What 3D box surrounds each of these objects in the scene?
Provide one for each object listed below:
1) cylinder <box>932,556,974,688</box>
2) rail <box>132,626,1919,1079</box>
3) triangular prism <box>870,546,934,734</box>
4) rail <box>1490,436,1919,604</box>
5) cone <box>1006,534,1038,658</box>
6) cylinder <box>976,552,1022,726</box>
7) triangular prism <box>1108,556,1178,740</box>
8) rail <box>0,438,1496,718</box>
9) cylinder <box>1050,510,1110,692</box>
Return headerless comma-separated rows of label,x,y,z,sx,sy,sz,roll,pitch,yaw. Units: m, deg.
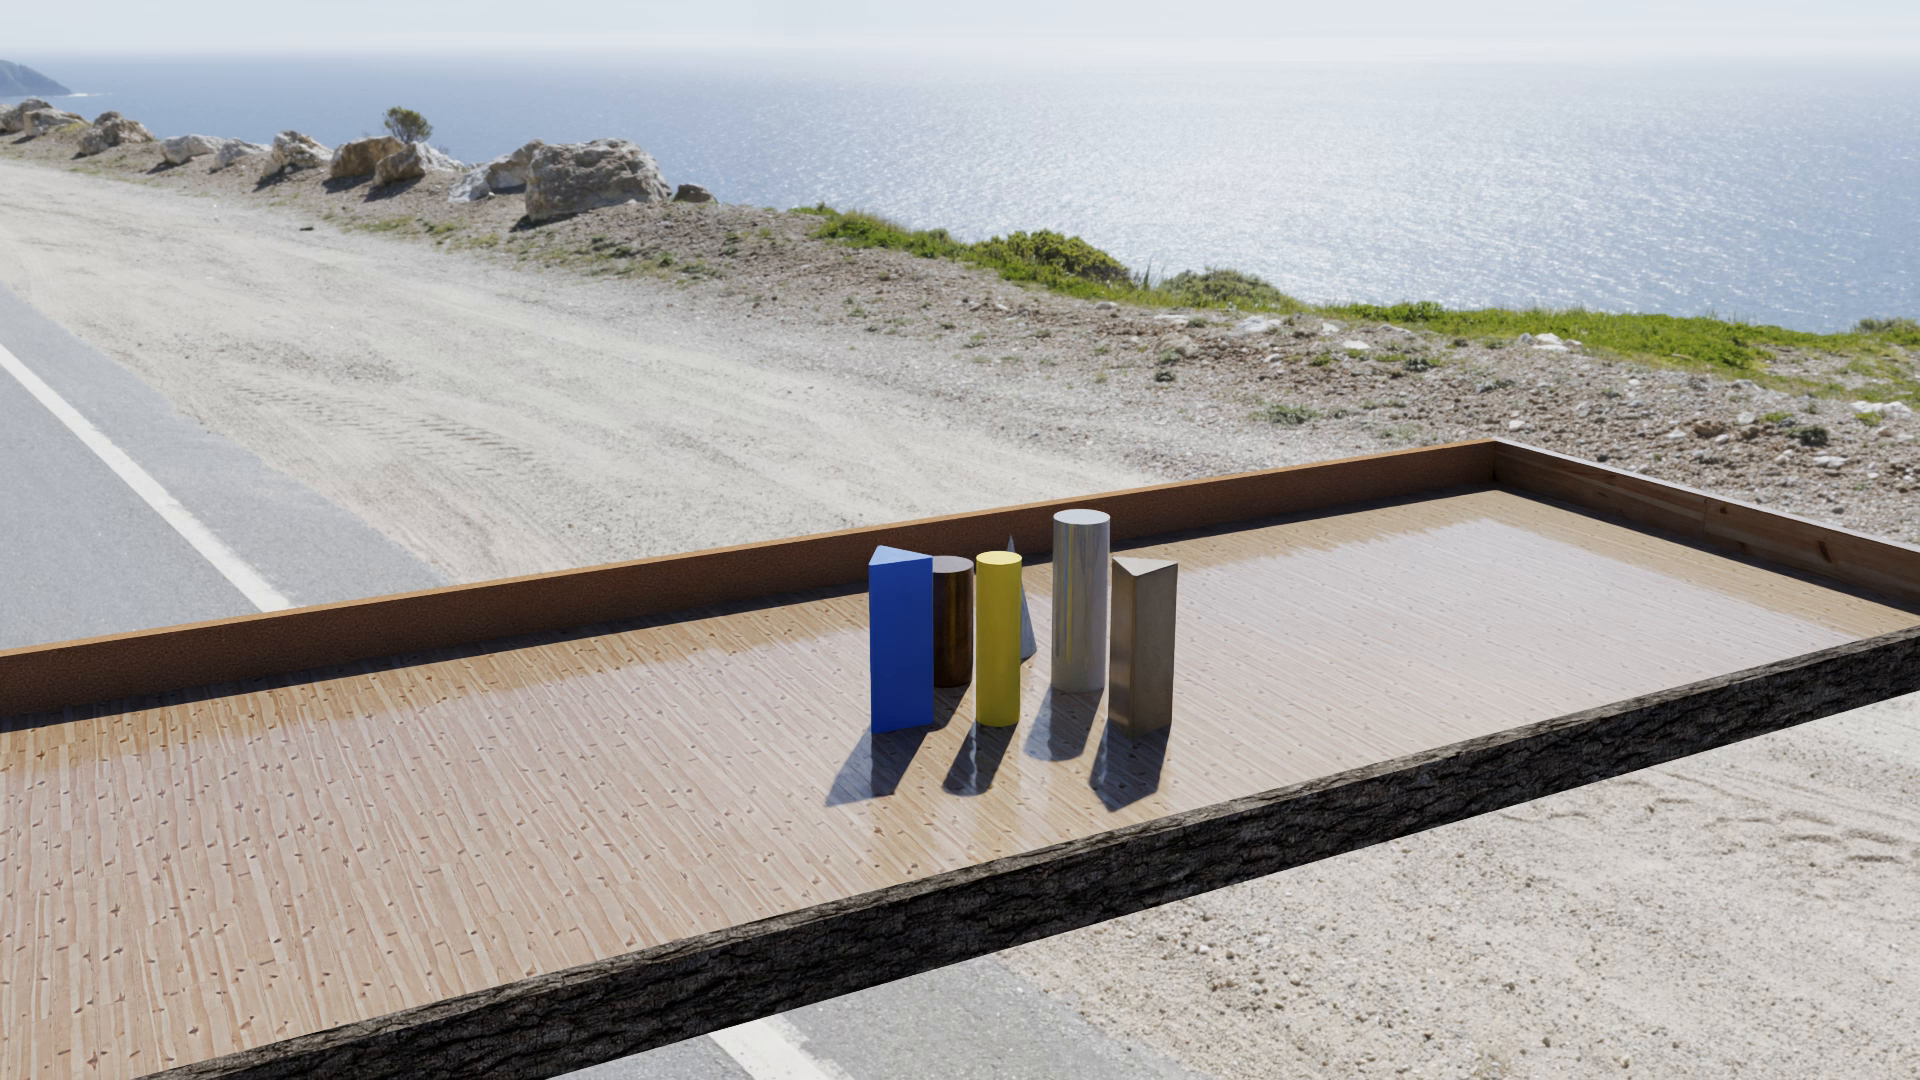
cylinder,-0.038,0.204,4.128,0.143,0.300,0.143,0,16,0
rail,-2.336,1.006,1.665,12.000,0.150,0.050,-9,18,-27
triangular prism,-0.160,0.226,3.859,0.155,0.409,0.134,-7,18,-24
rail,2.466,-0.048,5.253,0.050,0.150,2.100,-9,18,-27
cone,0.132,0.136,4.324,0.145,0.321,0.145,0,16,0
cylinder,0.090,0.232,3.860,0.105,0.398,0.105,0,16,0
triangular prism,0.400,0.242,3.829,0.150,0.396,0.130,-15,22,-42
rail,-3.305,0.497,3.399,12.000,0.150,0.050,-9,18,-27
cylinder,0.297,0.151,4.076,0.138,0.432,0.138,0,16,0
